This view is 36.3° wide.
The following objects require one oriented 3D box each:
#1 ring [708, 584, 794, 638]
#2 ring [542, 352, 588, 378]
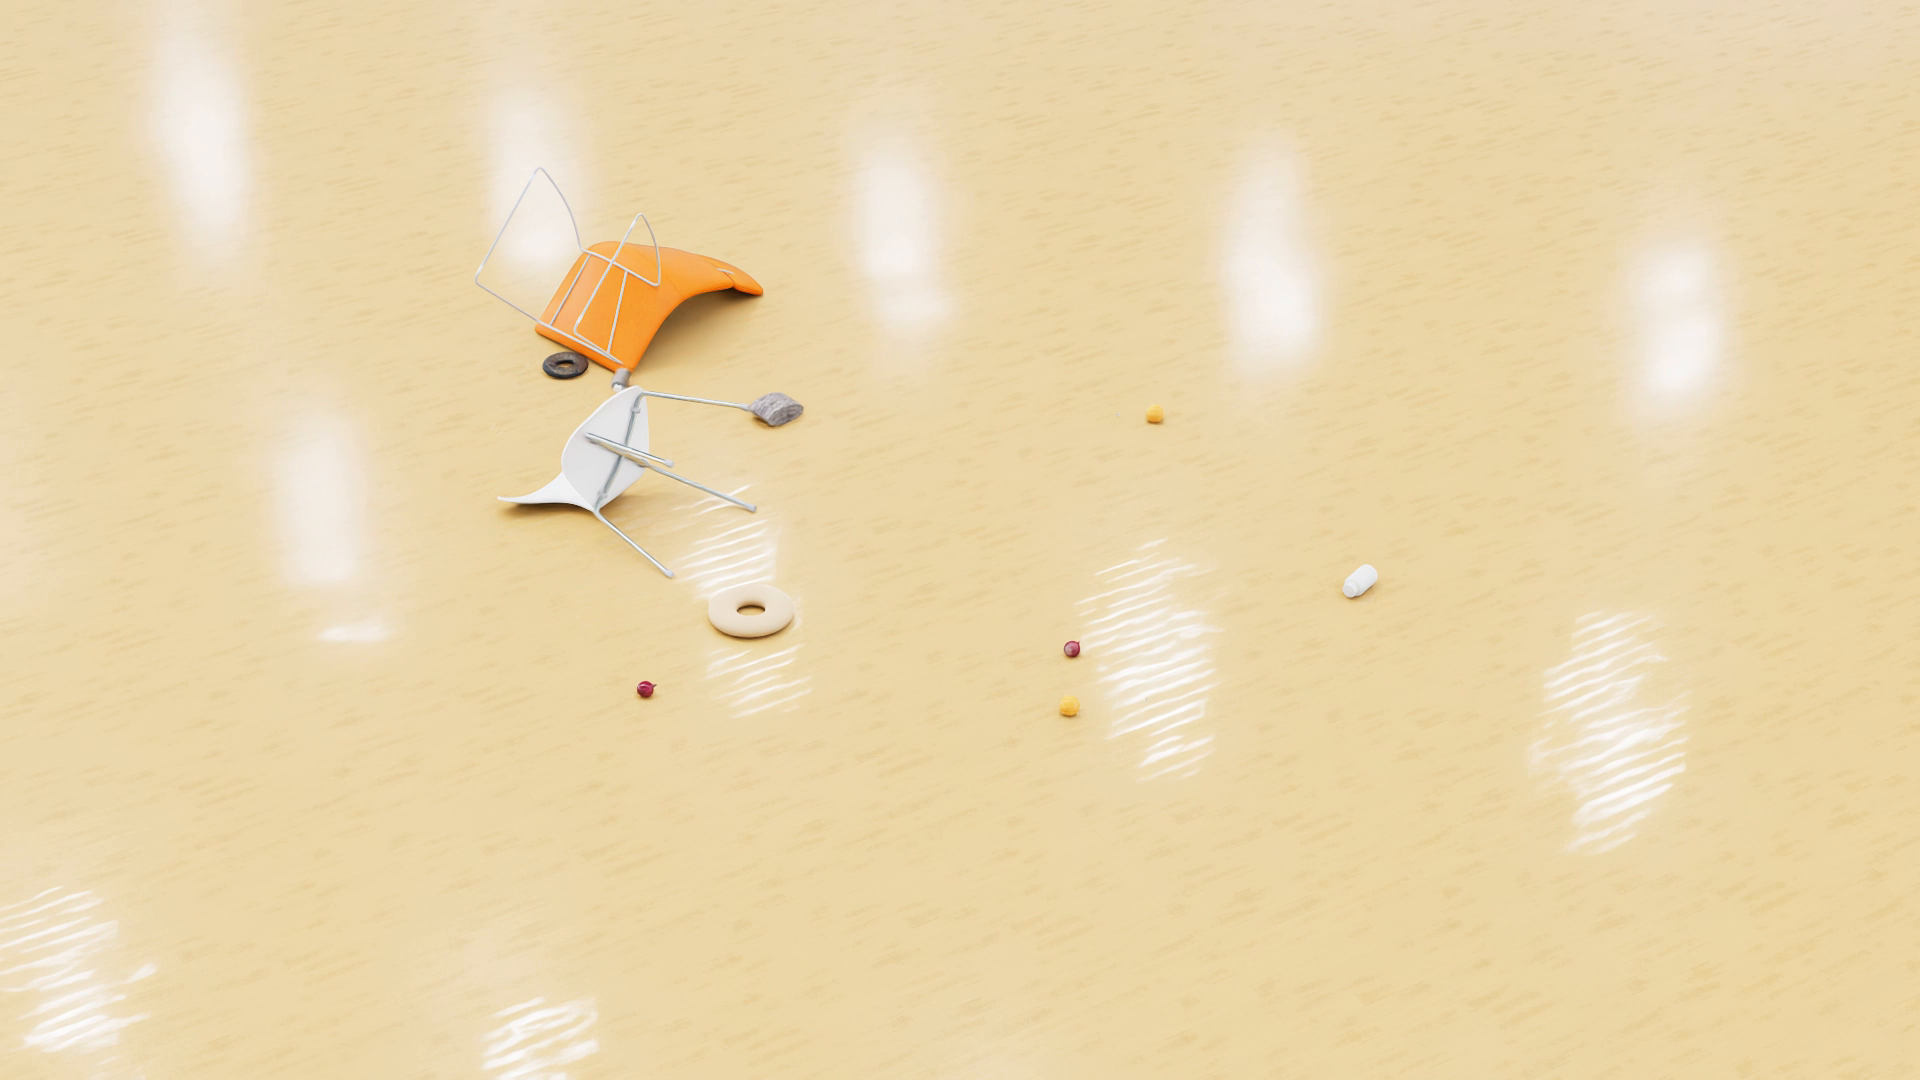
[{"bbox_3d":[-0.748,0.253,10.506,0.312,0.062,0.307,-10,34,-15],"label":"ring"},{"bbox_3d":[-1.614,-0.716,11.993,0.190,0.043,0.187,-3,34,-5],"label":"ring"}]
